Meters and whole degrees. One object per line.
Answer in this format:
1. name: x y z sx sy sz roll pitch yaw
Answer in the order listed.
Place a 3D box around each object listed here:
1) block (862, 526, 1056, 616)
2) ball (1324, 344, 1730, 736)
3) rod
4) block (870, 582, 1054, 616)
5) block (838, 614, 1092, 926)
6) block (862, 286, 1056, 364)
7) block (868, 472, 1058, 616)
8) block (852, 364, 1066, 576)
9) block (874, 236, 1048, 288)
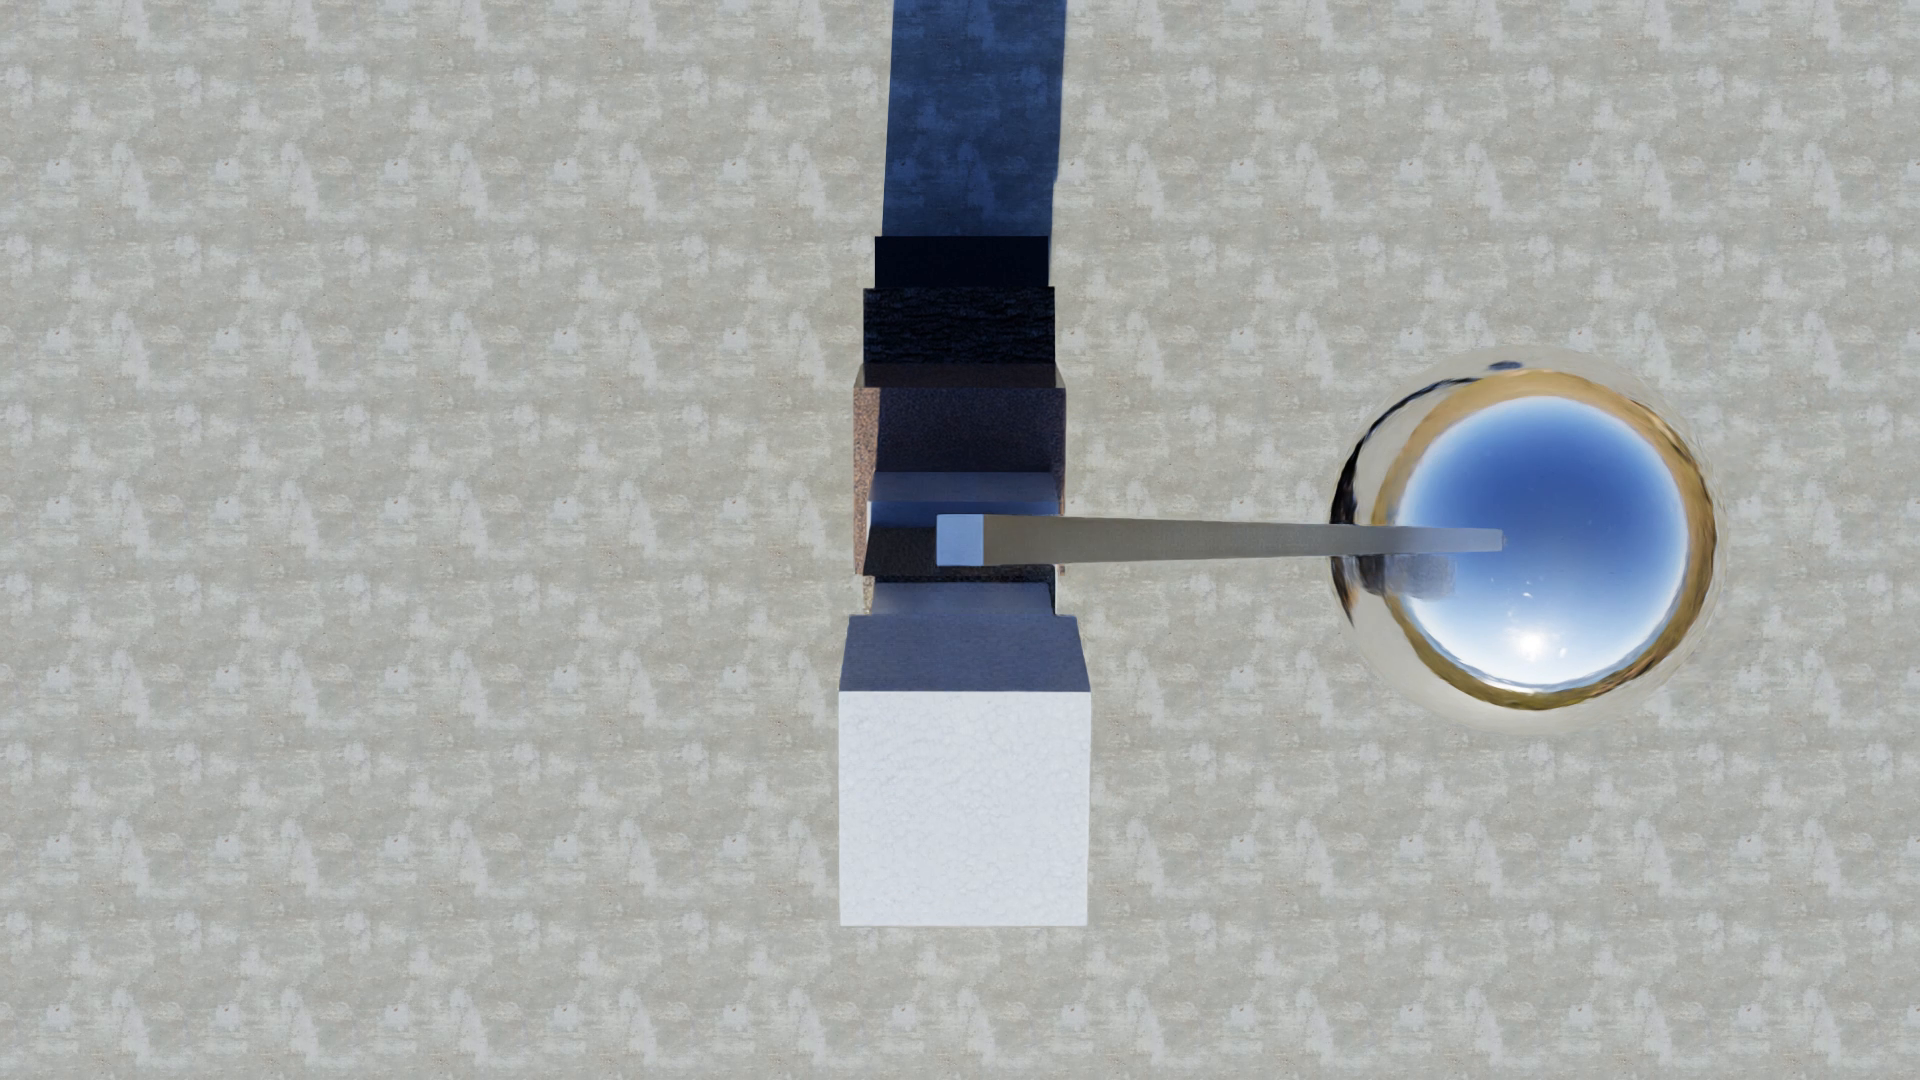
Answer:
1. block: -0.006 0.388 9.178 0.765 0.798 0.712 0 104 0
2. ball: 2.295 0.000 8.982 1.600 1.600 1.600 0 90 0
3. rod: 0.994 0.000 5.841 0.080 5.200 0.080 0 90 22
4. block: 0.005 0.578 8.436 0.687 0.730 0.658 0 104 0
5. block: 0.011 0.778 7.650 0.821 0.888 0.818 0 104 0
6. block: -0.002 -0.859 11.639 0.977 0.903 0.842 -1 89 0
7. block: 0.013 0.210 9.952 0.827 0.754 0.925 0 102 0
8. block: -0.005 -0.363 10.713 0.988 0.950 0.887 0 101 0
9. block: 0.007 -1.218 12.559 0.956 0.883 0.914 0 90 0
